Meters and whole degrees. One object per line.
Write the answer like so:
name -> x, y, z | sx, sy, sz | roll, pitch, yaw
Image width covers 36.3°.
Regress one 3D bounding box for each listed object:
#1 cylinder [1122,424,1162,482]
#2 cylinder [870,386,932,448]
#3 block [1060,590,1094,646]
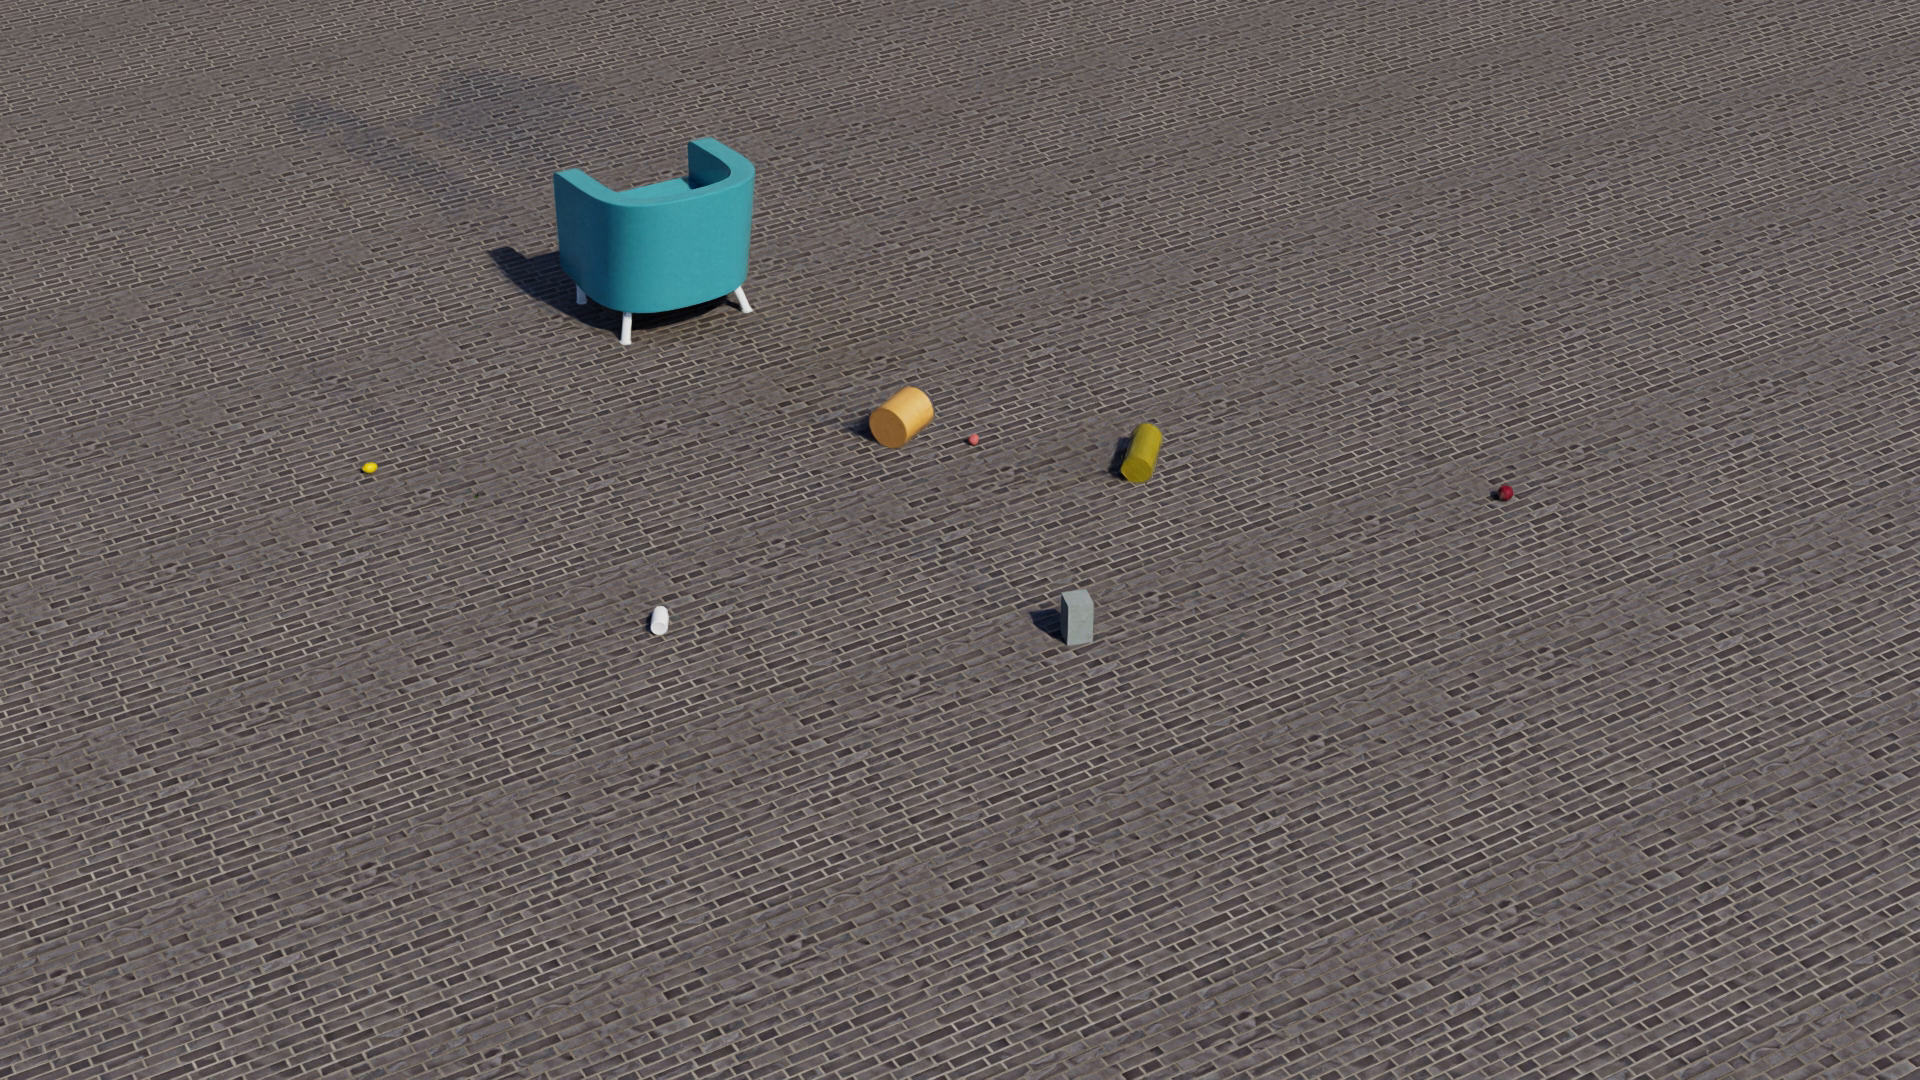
cylinder -> 0.703, -0.337, 11.354 | 0.116, 0.113, 0.256 | -12, 29, 22
cylinder -> -0.232, -0.483, 11.521 | 0.172, 0.173, 0.198 | -2, 27, 37
block -> 0.414, 0.274, 10.376 | 0.093, 0.168, 0.092 | -8, 34, -12
